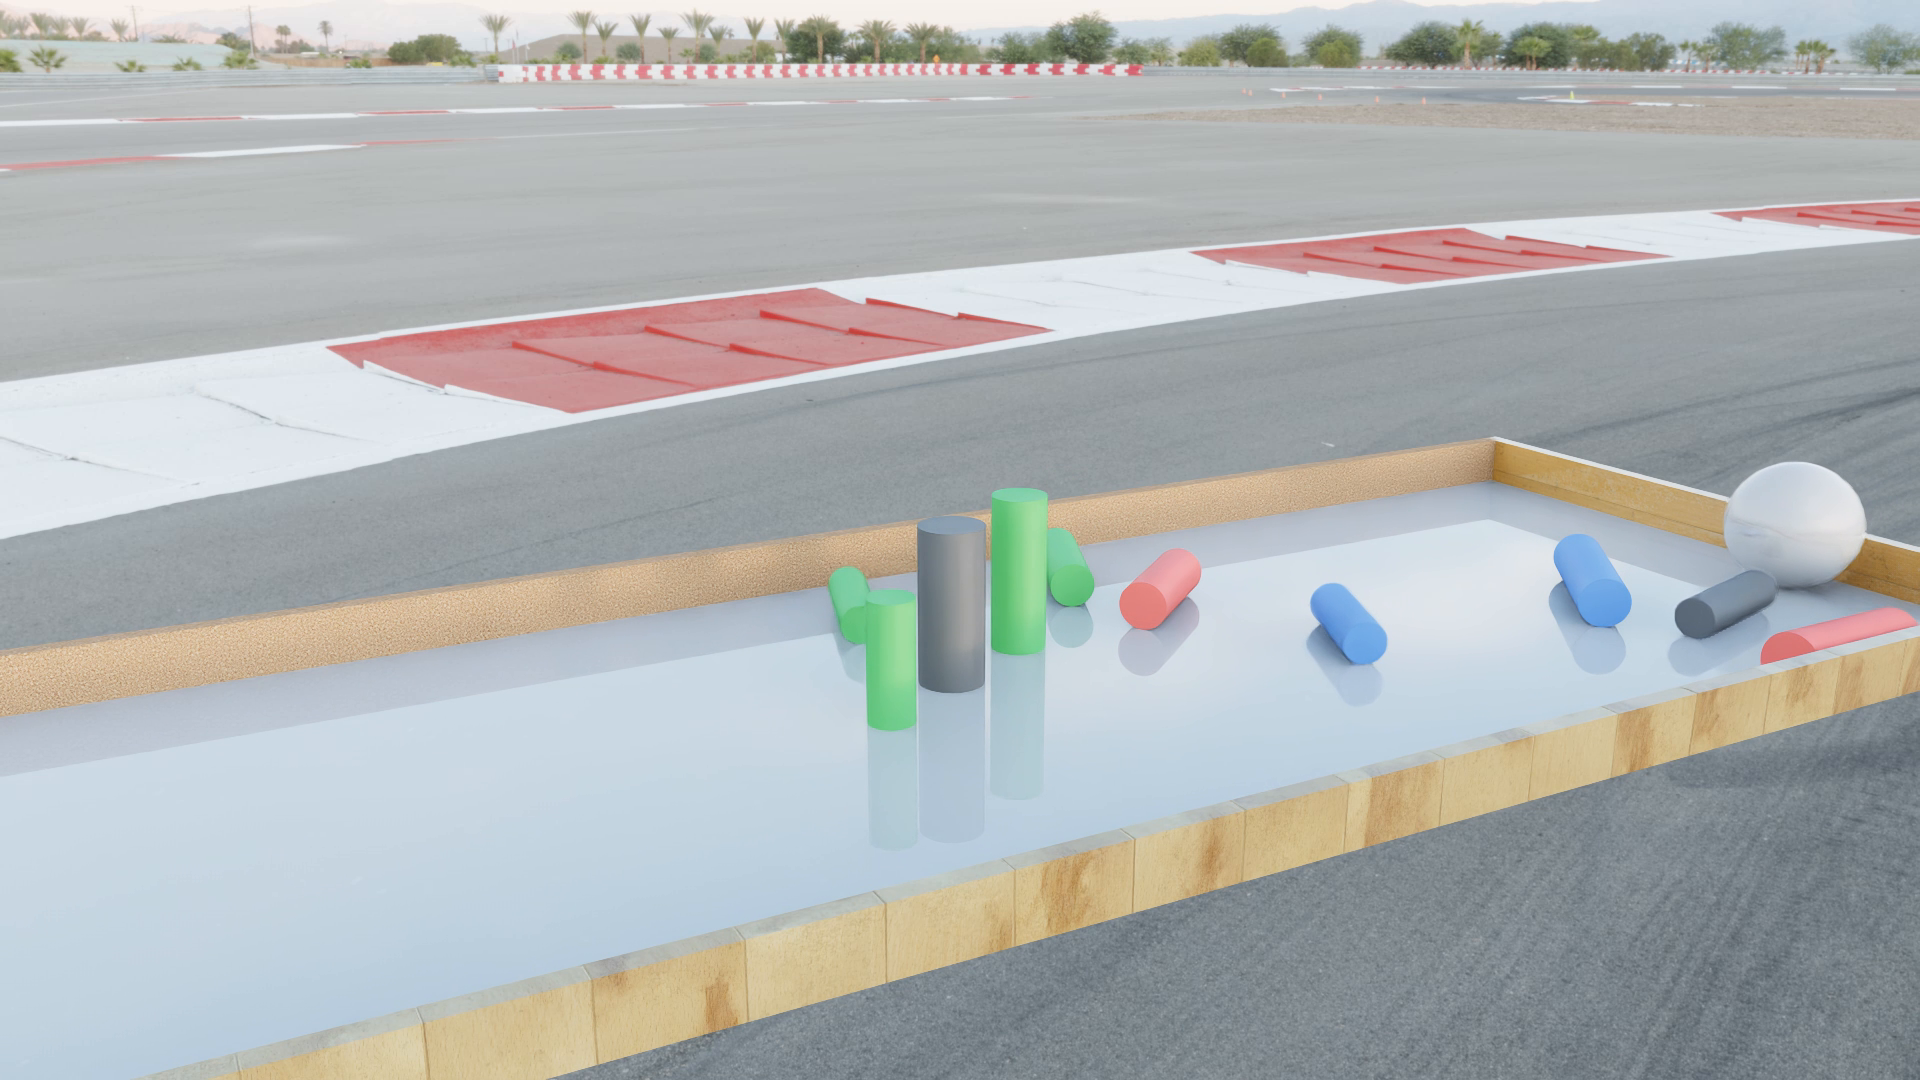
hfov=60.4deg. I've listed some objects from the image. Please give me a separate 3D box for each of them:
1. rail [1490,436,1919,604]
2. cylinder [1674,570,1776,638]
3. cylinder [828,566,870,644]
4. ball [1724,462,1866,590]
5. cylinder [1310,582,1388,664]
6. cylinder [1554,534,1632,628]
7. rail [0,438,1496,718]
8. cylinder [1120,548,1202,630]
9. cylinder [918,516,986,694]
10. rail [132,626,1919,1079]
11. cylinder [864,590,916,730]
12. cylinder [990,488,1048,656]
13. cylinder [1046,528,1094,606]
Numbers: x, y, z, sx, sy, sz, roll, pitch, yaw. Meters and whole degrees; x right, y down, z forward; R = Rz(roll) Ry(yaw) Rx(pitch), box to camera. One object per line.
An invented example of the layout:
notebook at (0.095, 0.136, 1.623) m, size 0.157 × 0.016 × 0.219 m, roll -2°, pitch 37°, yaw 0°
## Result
rail at (2.466, -0.048, 5.253) m, size 0.050 × 0.150 × 2.100 m, roll -9°, pitch 18°, yaw -27°
cylinder at (2.118, 0.175, 4.561) m, size 0.382 × 0.112 × 0.112 m, roll -14°, pitch 22°, yaw -40°
cylinder at (-0.292, 0.177, 4.560) m, size 0.109 × 0.109 × 0.354 m, roll -3°, pitch 17°, yaw -9°
ball at (2.445, -0.043, 4.838) m, size 0.374 × 0.374 × 0.374 m, roll 0°, pitch 16°, yaw 0°
cylinder at (1.033, 0.220, 4.401) m, size 0.117 × 0.117 × 0.328 m, roll -1°, pitch 16°, yaw -3°
cylinder at (1.809, 0.110, 4.731) m, size 0.140 × 0.140 × 0.450 m, roll 3°, pitch 17°, yaw 10°
rail at (-3.305, 0.497, 3.399) m, size 12.000 × 0.150 × 0.050 m, roll -9°, pitch 18°, yaw -27°
cylinder at (0.569, 0.135, 4.656) m, size 0.136 × 0.136 × 0.352 m, roll 7°, pitch 18°, yaw 22°
cylinder at (-0.021, 0.159, 4.092) m, size 0.169 × 0.408 × 0.169 m, roll 0°, pitch 16°, yaw 0°
rail at (-2.336, 1.006, 1.665) m, size 12.000 × 0.150 × 0.050 m, roll -9°, pitch 18°, yaw -27°
cylinder at (-0.161, 0.280, 3.855) m, size 0.118 × 0.309 × 0.118 m, roll 0°, pitch 16°, yaw 0°
cylinder at (0.155, 0.082, 4.338) m, size 0.147 × 0.416 × 0.147 m, roll 0°, pitch 16°, yaw 0°
cylinder at (0.308, 0.076, 4.872) m, size 0.126 × 0.126 × 0.379 m, roll -1°, pitch 16°, yaw -4°
